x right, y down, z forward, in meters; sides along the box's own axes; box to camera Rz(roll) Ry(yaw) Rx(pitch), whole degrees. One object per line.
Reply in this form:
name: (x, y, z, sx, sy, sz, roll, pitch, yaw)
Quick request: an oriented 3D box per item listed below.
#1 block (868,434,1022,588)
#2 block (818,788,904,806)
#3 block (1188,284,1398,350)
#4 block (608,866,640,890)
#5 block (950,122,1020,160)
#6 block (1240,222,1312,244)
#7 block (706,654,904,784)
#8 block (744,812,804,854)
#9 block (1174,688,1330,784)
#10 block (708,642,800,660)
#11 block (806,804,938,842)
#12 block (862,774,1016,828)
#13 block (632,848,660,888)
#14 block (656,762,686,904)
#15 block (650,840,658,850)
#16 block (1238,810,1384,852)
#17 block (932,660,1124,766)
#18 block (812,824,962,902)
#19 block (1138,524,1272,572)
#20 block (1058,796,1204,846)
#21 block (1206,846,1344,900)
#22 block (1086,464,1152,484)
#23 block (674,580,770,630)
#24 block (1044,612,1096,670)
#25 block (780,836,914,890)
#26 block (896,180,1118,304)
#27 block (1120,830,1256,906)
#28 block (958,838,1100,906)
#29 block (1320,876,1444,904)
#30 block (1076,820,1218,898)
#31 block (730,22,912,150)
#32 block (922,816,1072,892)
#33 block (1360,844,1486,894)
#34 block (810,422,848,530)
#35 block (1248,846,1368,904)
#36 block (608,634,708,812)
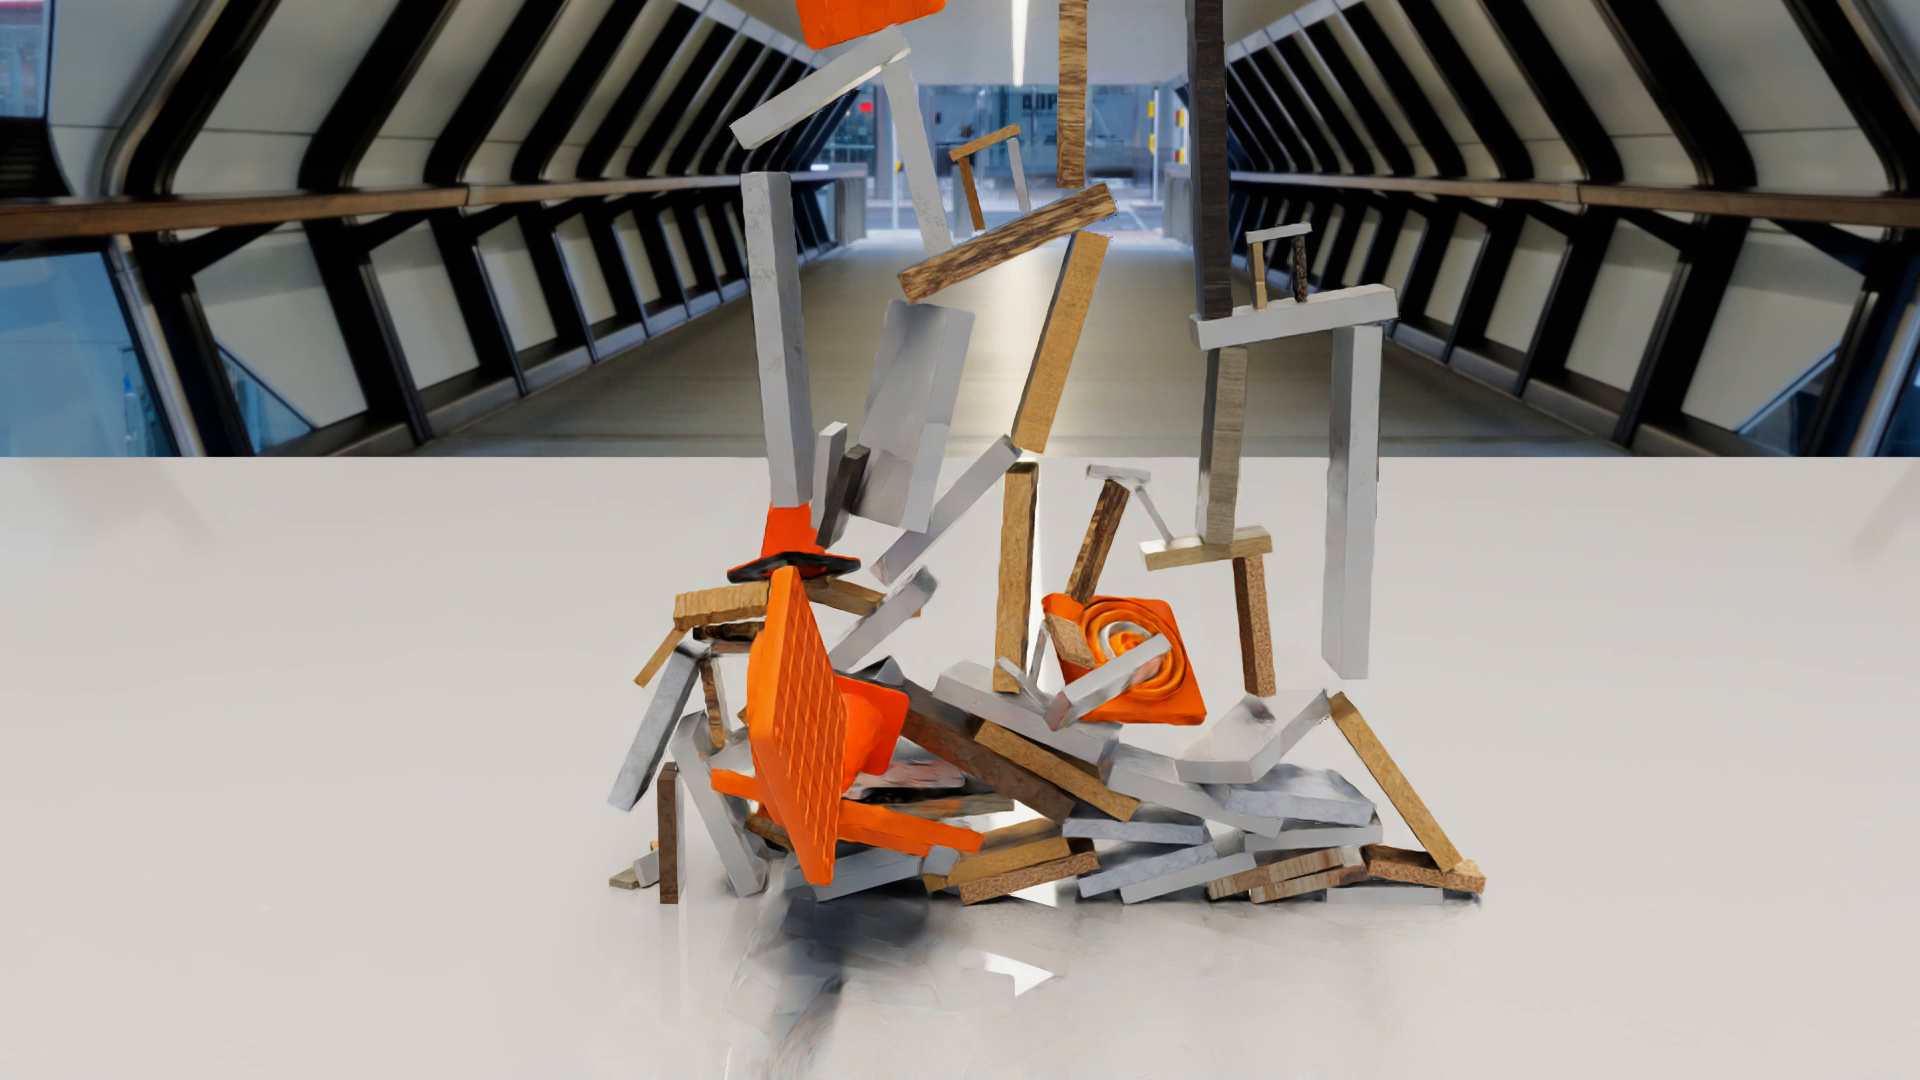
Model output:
block: (-0.022, -0.049, 3.557, 0.297, 0.042, 0.149, -44, 2, 8)
block: (-0.163, 0.417, 3.641, 0.127, 0.018, 0.063, -4, 13, 18)
block: (0.526, -0.356, 3.497, 0.310, 0.044, 0.155, -9, 10, 2)
block: (-0.549, 0.571, 3.735, 0.047, 0.013, 0.094, 5, 12, 27)
block: (0.039, -0.627, 3.462, 0.115, 0.016, 0.058, -22, 9, 5)
block: (0.499, -0.486, 3.476, 0.104, 0.015, 0.052, -10, 9, -3)
block: (-0.255, 0.296, 3.653, 0.321, 0.046, 0.161, -27, 6, 12)
block: (-0.313, 0.491, 3.692, 0.101, 0.014, 0.050, 26, 9, -2)
block: (0.475, 0.314, 3.553, 0.136, 0.039, 0.273, -4, 19, 38)
block: (-0.340, 0.182, 3.624, 0.145, 0.021, 0.072, 2, -8, -10)
block: (-0.141, 0.467, 3.683, 0.211, 0.030, 0.106, -5, 12, 15)
block: (-0.032, 0.426, 3.644, 0.247, 0.035, 0.123, -7, 12, 4)
block: (-0.517, 0.553, 3.735, 0.013, 0.047, 0.095, -18, 1, 29)
block: (-0.479, 0.485, 3.653, 0.030, 0.211, 0.106, 0, 11, 0)
block: (-0.516, 0.547, 3.861, 0.047, 0.013, 0.095, -2, 11, -13)
block: (0.578, 0.473, 3.643, 0.226, 0.032, 0.113, -3, 14, 1)
block: (0.111, 0.277, 3.563, 0.288, 0.041, 0.144, 22, 12, 13)
block: (-0.121, 0.536, 3.678, 0.247, 0.035, 0.123, -16, 11, 2)
block: (0.397, 0.012, 3.567, 0.203, 0.029, 0.102, -9, 10, 1)
block: (0.279, 0.462, 3.637, 0.231, 0.033, 0.116, 4, 13, -4)
block: (0.518, 0.535, 3.661, 0.226, 0.032, 0.113, -16, 10, 3)
block: (0.256, -0.105, 3.543, 0.099, 0.014, 0.050, 6, -8, -3)
block: (-0.386, 0.105, 3.567, 0.153, 0.022, 0.076, -8, 29, 1)
block: (0.175, 0.161, 3.514, 0.057, 0.016, 0.113, 21, 24, -26)
block: (-0.187, 0.524, 3.662, 0.212, 0.030, 0.106, -15, 11, 6)
block: (0.074, -0.474, 3.489, 0.352, 0.050, 0.176, -24, 8, 5)
block: (0.373, 0.543, 3.662, 0.226, 0.032, 0.113, -16, 10, 2)
block: (0.112, 0.543, 3.661, 0.231, 0.033, 0.116, -16, 10, 2)
block: (0.698, 0.577, 3.664, 0.193, 0.027, 0.096, 0, 11, -1)
block: (0.307, 0.529, 3.658, 0.231, 0.033, 0.116, -16, 10, 2)
block: (-0.216, -0.707, 3.439, 0.299, 0.042, 0.149, -31, 8, 5)
block: (0.064, 0.518, 3.667, 0.247, 0.035, 0.123, -16, 10, 8)
block: (0.767, 0.545, 3.658, 0.193, 0.027, 0.096, 9, 10, -1)
block: (-0.210, -0.103, 3.510, 0.022, 0.157, 0.078, 11, 20, 13)
block: (0.573, 0.556, 3.659, 0.193, 0.027, 0.096, -13, 10, 3)
block: (-0.505, 0.306, 3.705, 0.041, 0.287, 0.144, 25, 10, 0)
